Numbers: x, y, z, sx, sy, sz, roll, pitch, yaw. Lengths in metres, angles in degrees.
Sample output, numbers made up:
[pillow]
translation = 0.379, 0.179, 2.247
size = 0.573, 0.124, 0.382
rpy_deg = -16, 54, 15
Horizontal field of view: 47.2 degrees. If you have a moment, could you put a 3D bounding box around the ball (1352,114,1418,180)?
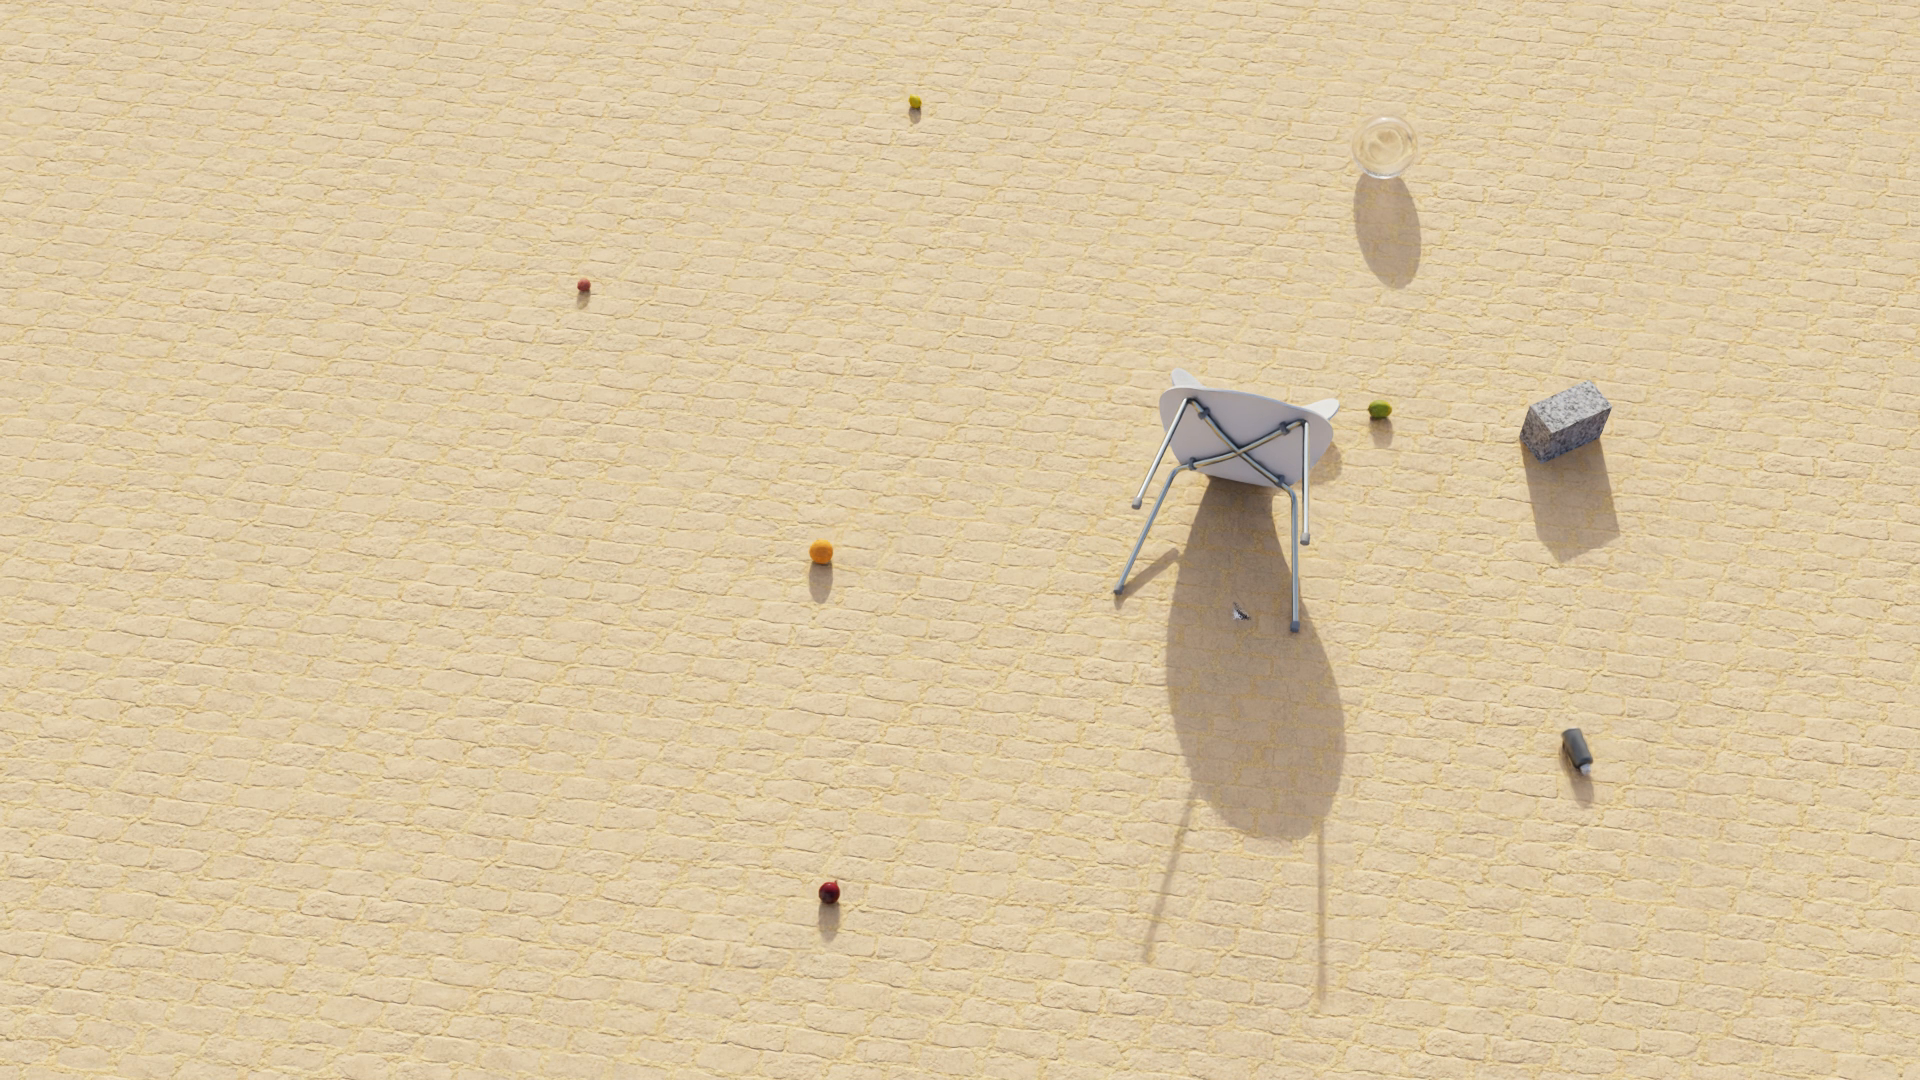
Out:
[ball]
translation = 1.414, -1.312, 7.323
size = 0.217, 0.217, 0.217
rpy_deg = 0, 56, 0

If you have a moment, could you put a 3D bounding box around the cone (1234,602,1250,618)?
[cone]
translation = 0.810, 0.217, 6.415
size = 0.068, 0.057, 0.035
rpy_deg = 45, 107, 11

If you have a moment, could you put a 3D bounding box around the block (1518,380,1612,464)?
[block]
translation = 1.850, -0.362, 6.721
size = 0.221, 0.158, 0.117
rpy_deg = -23, 59, -15
